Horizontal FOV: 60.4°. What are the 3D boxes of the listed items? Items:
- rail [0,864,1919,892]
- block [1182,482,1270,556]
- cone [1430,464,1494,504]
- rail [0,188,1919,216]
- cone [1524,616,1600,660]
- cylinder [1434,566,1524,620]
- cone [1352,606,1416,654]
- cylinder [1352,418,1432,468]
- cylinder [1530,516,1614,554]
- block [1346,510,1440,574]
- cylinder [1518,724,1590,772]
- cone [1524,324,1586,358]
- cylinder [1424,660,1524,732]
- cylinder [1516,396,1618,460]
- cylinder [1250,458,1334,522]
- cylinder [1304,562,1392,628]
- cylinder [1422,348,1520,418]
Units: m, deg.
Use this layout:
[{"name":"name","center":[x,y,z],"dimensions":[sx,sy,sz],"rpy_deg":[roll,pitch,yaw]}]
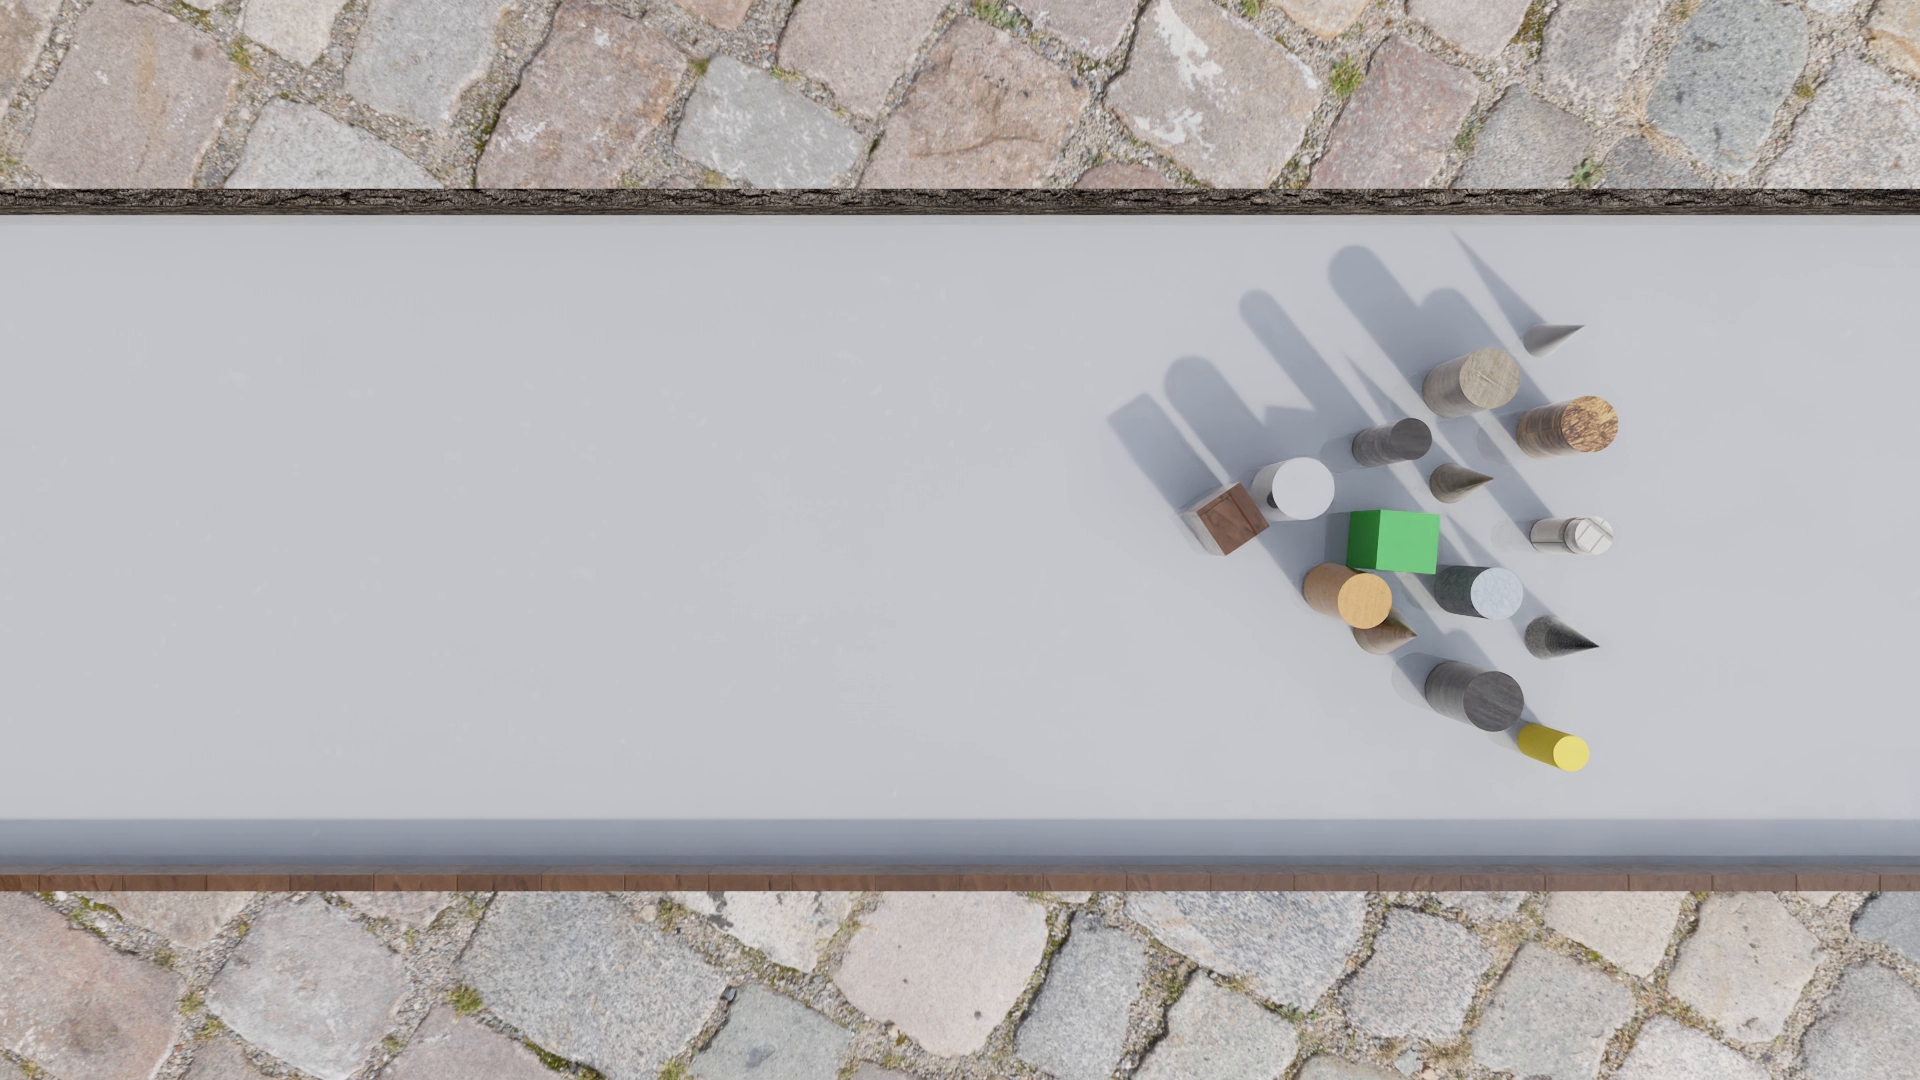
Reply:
[{"name":"rail","center":[-2.247,1.025,5.001],"dimensions":[12.000,0.150,0.050],"rpy_deg":[0,90,0]},{"name":"block","center":[0.790,-0.061,4.923],"dimensions":[0.155,0.307,0.155],"rpy_deg":[-34,90,0]},{"name":"cone","center":[1.507,-0.174,4.861],"dimensions":[0.124,0.432,0.124],"rpy_deg":[0,90,0]},{"name":"rail","center":[-2.247,-1.025,5.002],"dimensions":[12.000,0.150,0.050],"rpy_deg":[0,90,0]},{"name":"cone","center":[1.807,0.301,4.865],"dimensions":[0.139,0.423,0.139],"rpy_deg":[0,90,0]},{"name":"cylinder","center":[1.532,0.153,4.892],"dimensions":[0.150,0.370,0.150],"rpy_deg":[0,90,0]},{"name":"cone","center":[1.291,0.271,4.864],"dimensions":[0.164,0.425,0.164],"rpy_deg":[0,90,0]},{"name":"cylinder","center":[1.264,-0.283,4.850],"dimensions":[0.119,0.452,0.119],"rpy_deg":[0,90,0]},{"name":"cylinder","center":[1.808,-0.012,4.889],"dimensions":[0.109,0.375,0.109],"rpy_deg":[0,90,0]},{"name":"block","center":[1.284,0.005,4.904],"dimensions":[0.172,0.342,0.172],"rpy_deg":[5,90,-1]},{"name":"cylinder","center":[1.768,0.618,4.923],"dimensions":[0.104,0.308,0.104],"rpy_deg":[0,90,0]},{"name":"cone","center":[1.787,-0.614,4.891],"dimensions":[0.106,0.370,0.106],"rpy_deg":[0,90,0]},{"name":"cylinder","center":[1.516,0.459,4.881],"dimensions":[0.173,0.391,0.173],"rpy_deg":[0,90,0]},{"name":"cylinder","center":[1.791,-0.329,4.884],"dimensions":[0.162,0.386,0.162],"rpy_deg":[0,90,0]},{"name":"cylinder","center":[0.984,-0.148,4.902],"dimensions":[0.180,0.348,0.180],"rpy_deg":[0,90,0]},{"name":"cylinder","center":[1.149,0.162,4.904],"dimensions":[0.161,0.327,0.161],"rpy_deg":[0,95,-5]},{"name":"cylinder","center":[1.509,-0.461,4.887],"dimensions":[0.173,0.380,0.173],"rpy_deg":[0,90,0]}]
